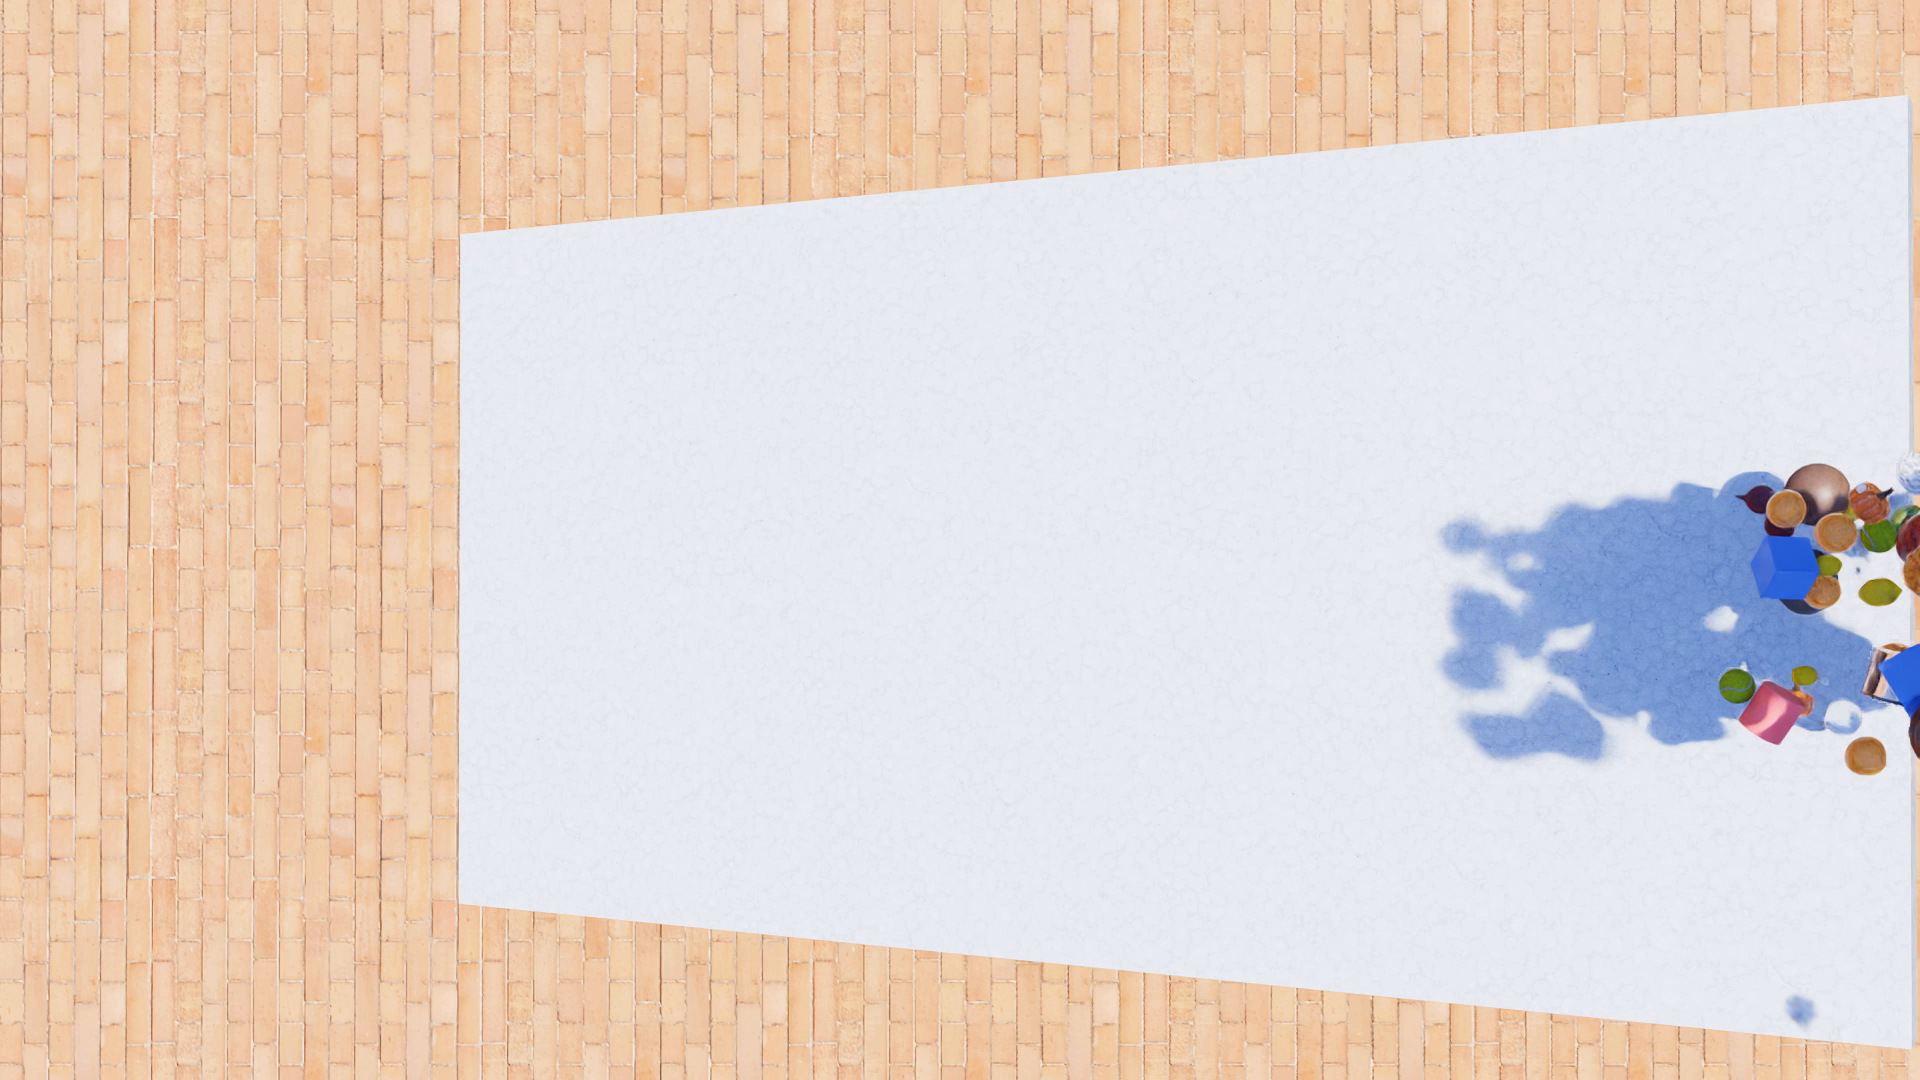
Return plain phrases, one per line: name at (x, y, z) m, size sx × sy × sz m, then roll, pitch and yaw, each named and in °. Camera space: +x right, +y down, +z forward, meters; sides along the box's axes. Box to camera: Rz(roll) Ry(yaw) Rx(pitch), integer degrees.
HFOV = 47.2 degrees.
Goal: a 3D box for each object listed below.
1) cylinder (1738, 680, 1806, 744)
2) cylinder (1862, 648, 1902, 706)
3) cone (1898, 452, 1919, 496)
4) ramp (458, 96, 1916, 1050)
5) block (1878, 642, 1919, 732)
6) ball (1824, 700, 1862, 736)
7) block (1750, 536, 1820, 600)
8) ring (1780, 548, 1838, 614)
cylinder at (1.610, 0.342, 4.360) m, size 0.092 × 0.092 × 0.092 m, roll 27°, pitch 108°, yaw 0°
cylinder at (1.678, 0.246, 3.959) m, size 0.085 × 0.085 × 0.085 m, roll 14°, pitch 99°, yaw 0°
cone at (1.697, -0.122, 3.849) m, size 0.078 × 0.078 × 0.078 m, roll -16°, pitch 89°, yaw -42°
ramp at (0.272, 0.076, 5.634) m, size 4.000 × 0.100 × 2.000 m, roll 0°, pitch 89°, yaw 29°
block at (1.565, 0.236, 3.566) m, size 0.091 × 0.091 × 0.091 m, roll -32°, pitch 127°, yaw 17°
ball at (1.835, 0.370, 4.570) m, size 0.075 × 0.075 × 0.075 m, roll 0°, pitch 89°, yaw 0°
block at (1.571, 0.053, 4.188) m, size 0.084 × 0.084 × 0.084 m, roll 2°, pitch 50°, yaw -3°
ring at (1.762, 0.086, 4.577) m, size 0.046 × 0.139 × 0.139 m, roll 6°, pitch 89°, yaw -32°
